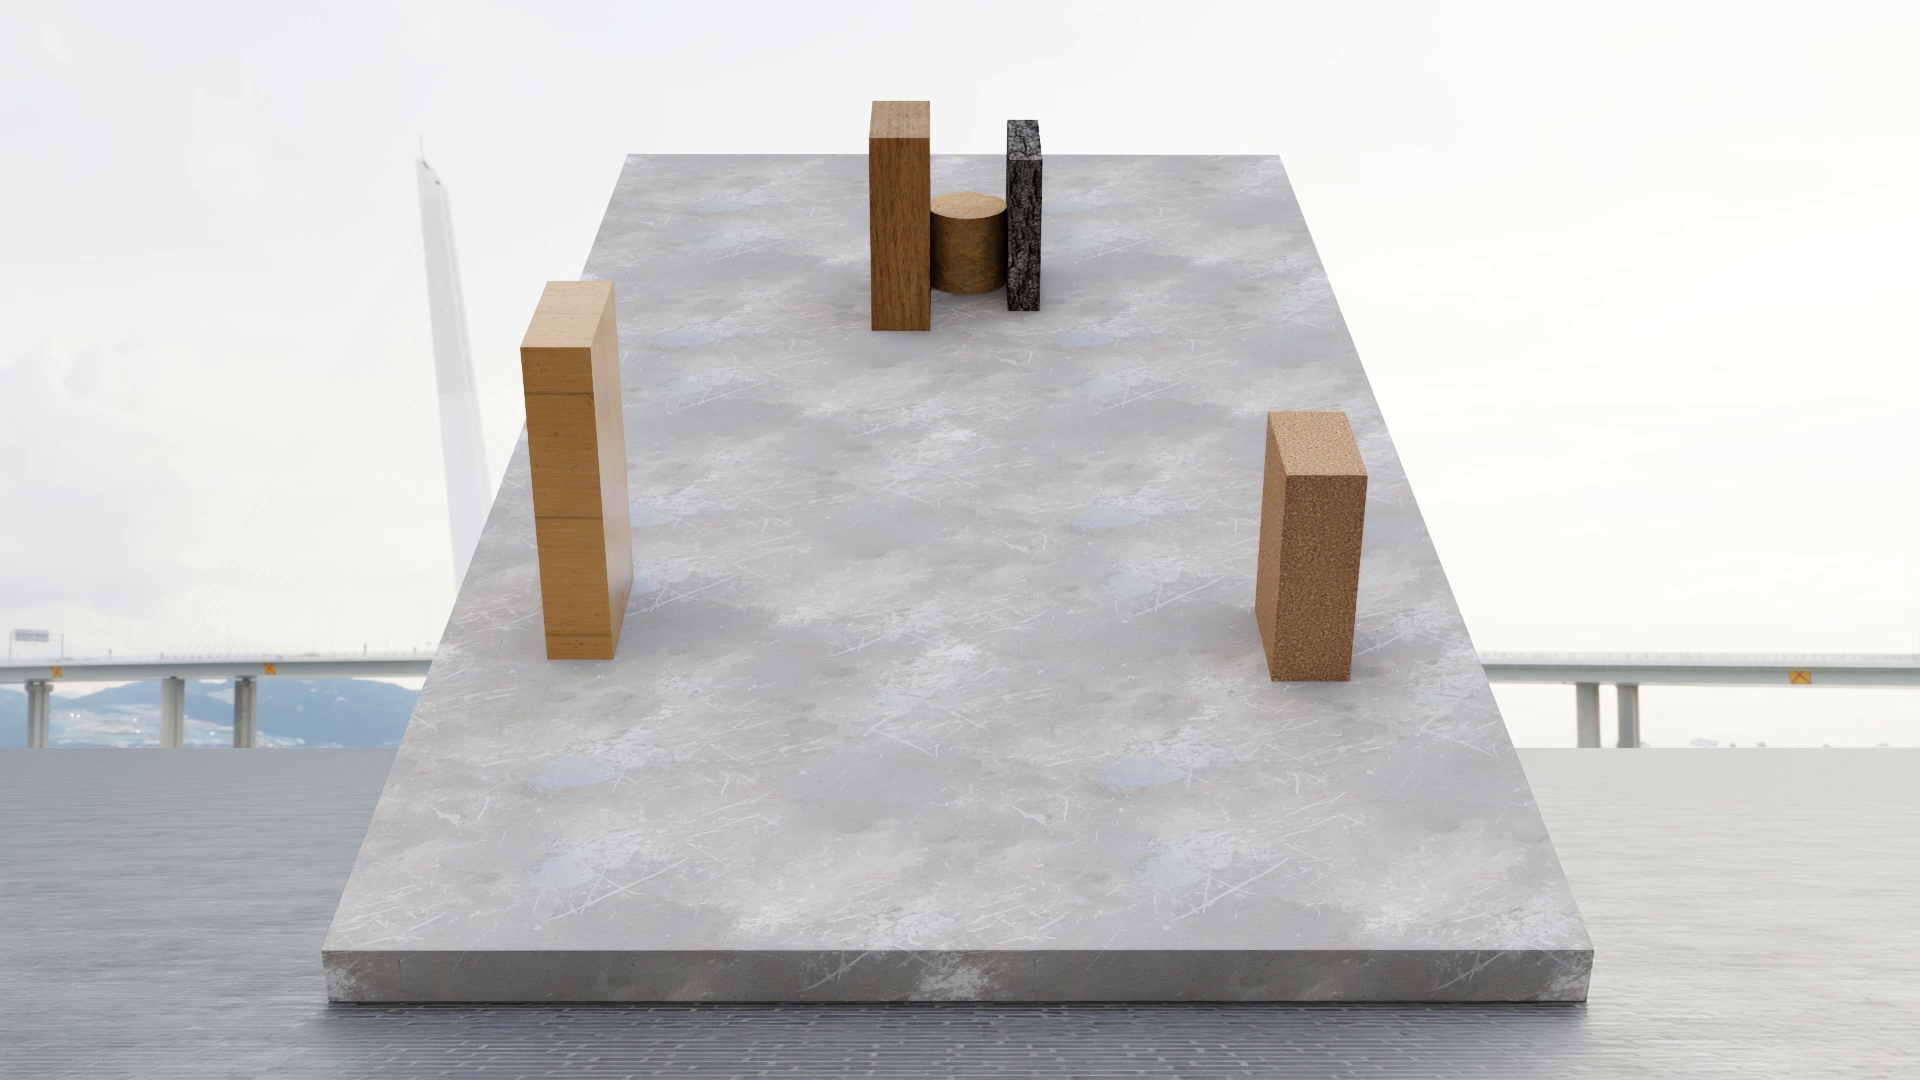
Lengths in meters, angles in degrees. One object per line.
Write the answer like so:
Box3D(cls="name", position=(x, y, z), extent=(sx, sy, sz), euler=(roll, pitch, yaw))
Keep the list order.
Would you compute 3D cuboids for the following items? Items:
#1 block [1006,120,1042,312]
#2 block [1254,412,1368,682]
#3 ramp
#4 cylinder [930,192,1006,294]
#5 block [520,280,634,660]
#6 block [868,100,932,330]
Box3D(cls="block", position=(0.165, -0.849, 6.191), extent=(0.083, 0.406, 0.338), euler=(0, 27, 0))
Box3D(cls="block", position=(0.660, 0.011, 4.493), extent=(0.146, 0.430, 0.278), euler=(0, 27, 0))
Box3D(cls="ramp", position=(-0.011, -0.226, 5.530), extent=(2.000, 0.100, 4.000), euler=(0, 27, 0))
Box3D(cls="cylinder", position=(0.018, -0.786, 6.281), extent=(0.209, 0.209, 0.209), euler=(0, 27, 0))
Box3D(cls="block", position=(-0.725, -0.133, 4.533), extent=(0.126, 0.644, 0.330), euler=(0, 27, 0))
Box3D(cls="block", position=(-0.150, -0.826, 6.035), extent=(0.148, 0.505, 0.313), euler=(0, 27, 0))
